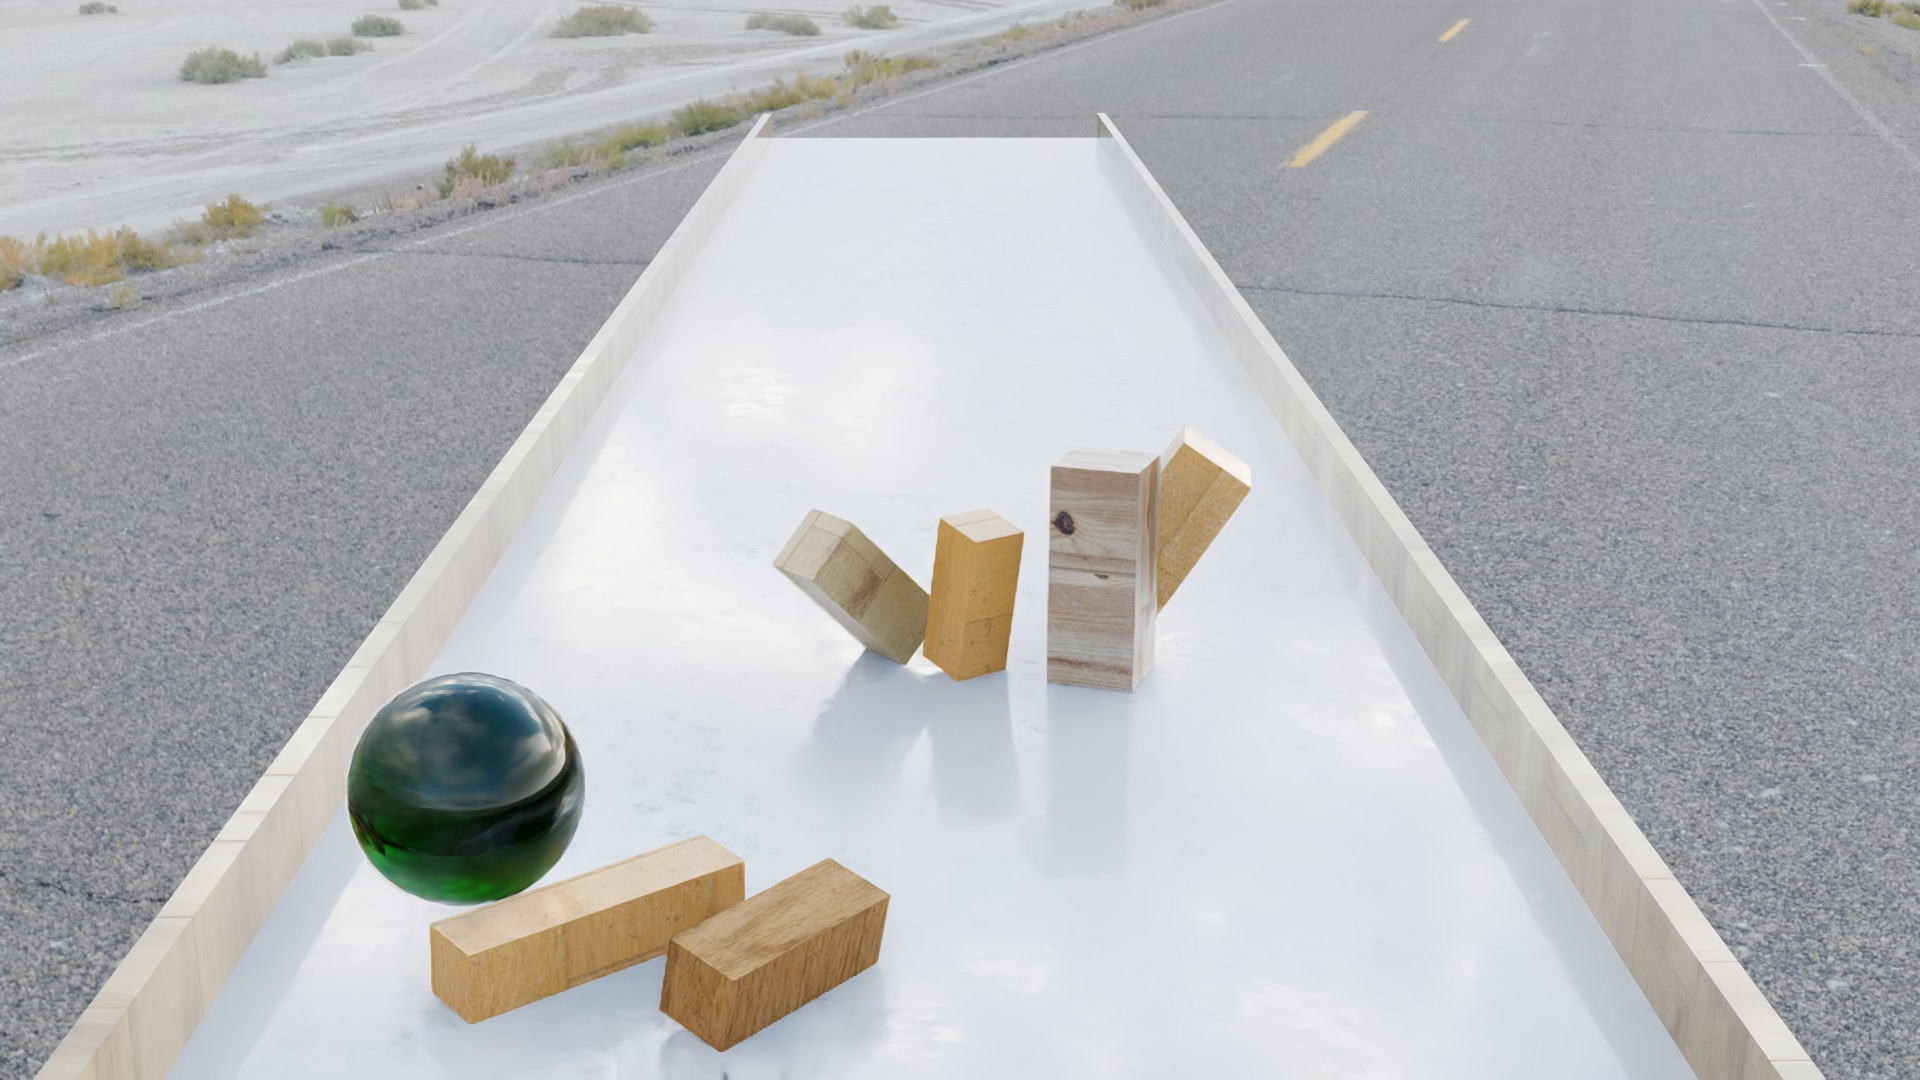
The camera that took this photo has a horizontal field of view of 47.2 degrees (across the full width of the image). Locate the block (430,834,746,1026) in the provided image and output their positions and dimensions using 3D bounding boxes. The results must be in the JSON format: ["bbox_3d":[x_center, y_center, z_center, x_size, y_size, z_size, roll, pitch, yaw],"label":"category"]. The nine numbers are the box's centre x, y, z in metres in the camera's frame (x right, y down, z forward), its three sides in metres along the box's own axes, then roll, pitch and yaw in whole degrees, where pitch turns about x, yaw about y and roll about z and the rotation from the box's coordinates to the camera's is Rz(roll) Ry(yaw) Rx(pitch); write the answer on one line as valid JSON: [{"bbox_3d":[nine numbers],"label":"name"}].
[{"bbox_3d":[-0.528,0.553,3.164,0.458,0.108,0.108,-14,25,-39],"label":"block"}]

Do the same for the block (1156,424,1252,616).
[{"bbox_3d":[0.399,-0.002,4.453,0.163,0.427,0.163,34,18,-4],"label":"block"}]

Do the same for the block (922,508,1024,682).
[{"bbox_3d":[0.025,0.107,4.306,0.118,0.303,0.118,-12,31,-35],"label":"block"}]

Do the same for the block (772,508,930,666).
[{"bbox_3d":[-0.199,0.093,4.355,0.138,0.138,0.313,20,-19,49],"label":"block"}]

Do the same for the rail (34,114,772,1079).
[{"bbox_3d":[-1.118,-0.838,7.780,0.050,0.150,12.000,0,17,-1],"label":"rail"}]

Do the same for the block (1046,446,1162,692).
[{"bbox_3d":[0.280,0.054,4.281,0.173,0.432,0.173,6,16,18],"label":"block"}]

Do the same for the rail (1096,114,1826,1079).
[{"bbox_3d":[0.932,-0.844,7.801,0.050,0.150,12.000,0,17,-1],"label":"rail"}]

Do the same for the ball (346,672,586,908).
[{"bbox_3d":[-0.705,0.356,3.150,0.334,0.334,0.334,0,17,0],"label":"ball"}]

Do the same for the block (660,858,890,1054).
[{"bbox_3d":[-0.254,0.572,3.057,0.118,0.118,0.324,26,28,31],"label":"block"}]
